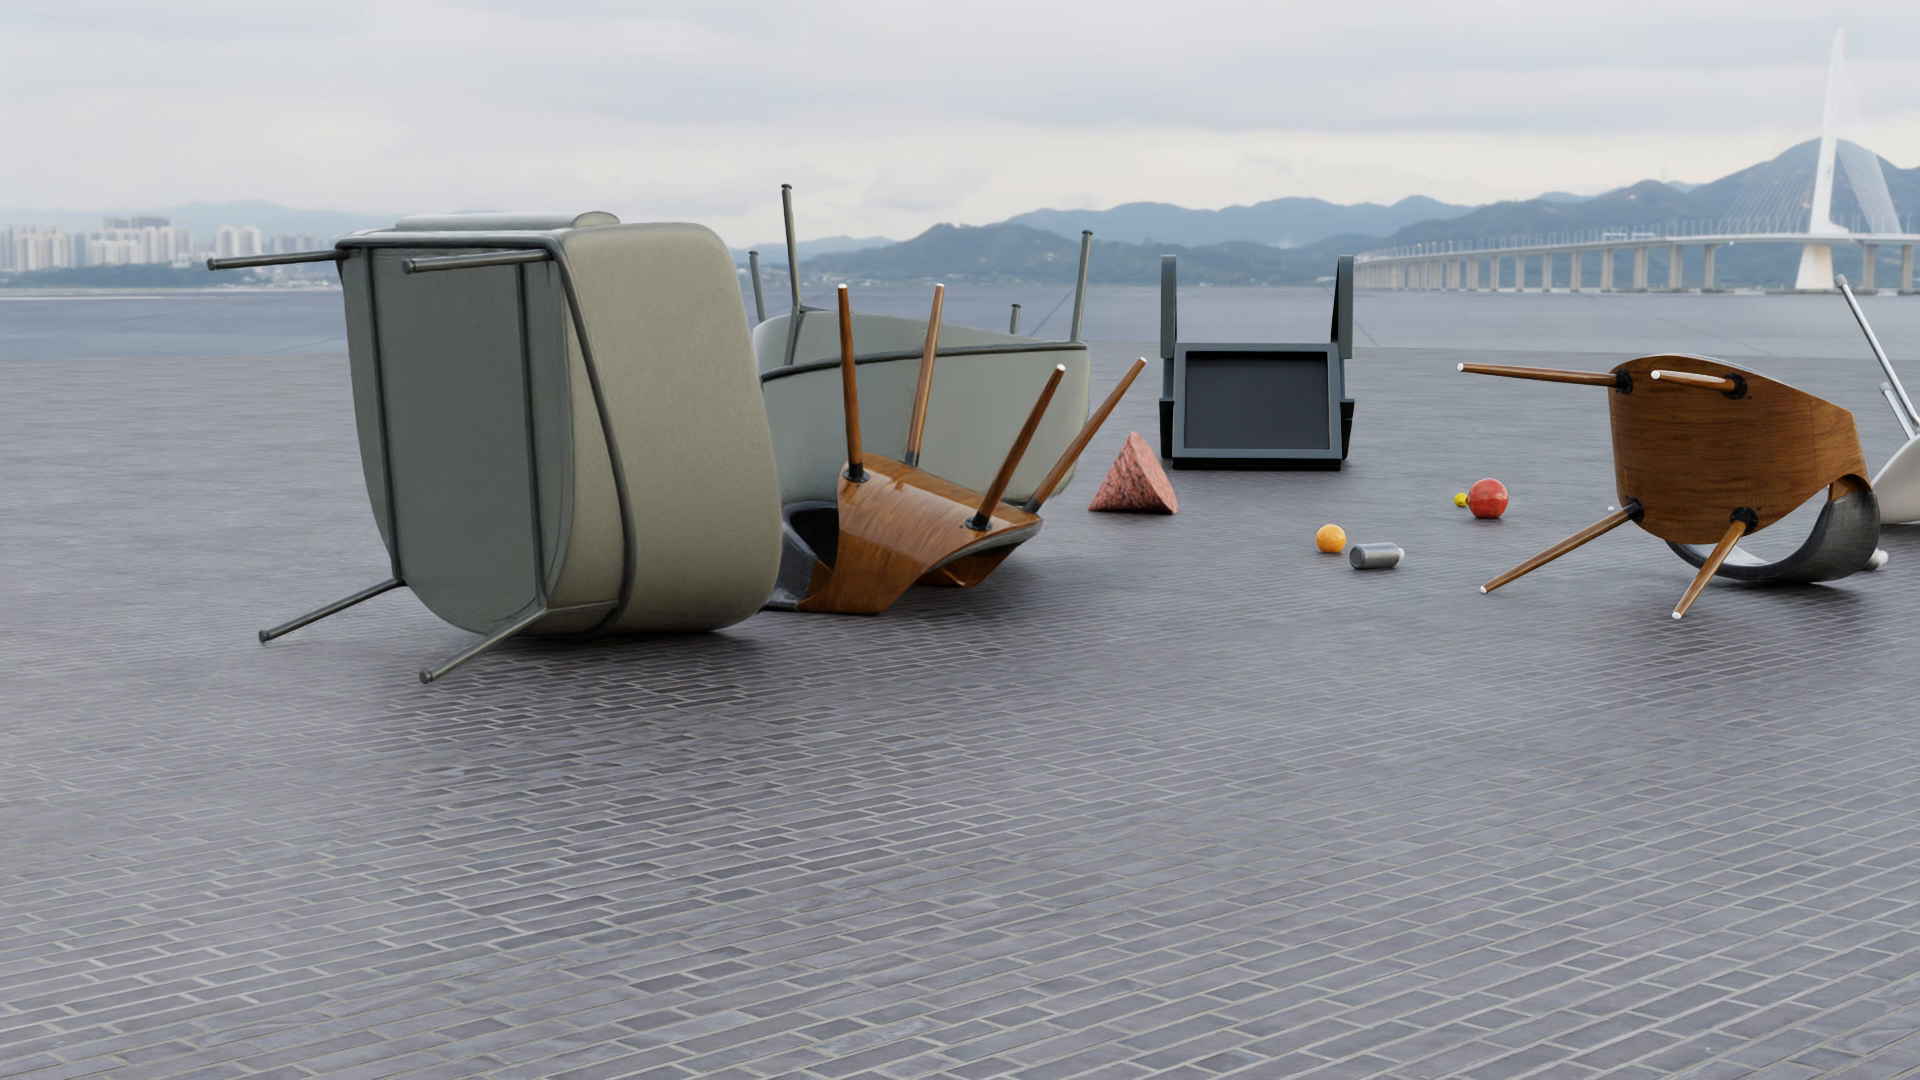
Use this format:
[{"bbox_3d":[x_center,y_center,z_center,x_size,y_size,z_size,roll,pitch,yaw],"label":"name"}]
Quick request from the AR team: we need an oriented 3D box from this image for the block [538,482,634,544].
[{"bbox_3d":[-0.938,-0.070,6.428,0.187,0.136,0.156,-4,7,-35],"label":"block"}]

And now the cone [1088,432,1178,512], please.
[{"bbox_3d":[0.450,-0.136,7.189,0.220,0.256,0.297,-30,9,14],"label":"cone"}]

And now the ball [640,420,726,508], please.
[{"bbox_3d":[-0.789,-0.217,7.313,0.248,0.248,0.248,0,6,0],"label":"ball"}]

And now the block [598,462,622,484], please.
[{"bbox_3d":[-1.096,-0.204,8.030,0.072,0.074,0.106,-1,6,-8],"label":"block"}]

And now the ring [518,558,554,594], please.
[{"bbox_3d":[-0.879,0.075,5.322,0.053,0.079,0.087,-14,-9,8],"label":"ring"}]

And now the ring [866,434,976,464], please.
[{"bbox_3d":[-0.137,-0.320,9.078,0.403,0.092,0.203,-3,8,-19],"label":"ring"}]
